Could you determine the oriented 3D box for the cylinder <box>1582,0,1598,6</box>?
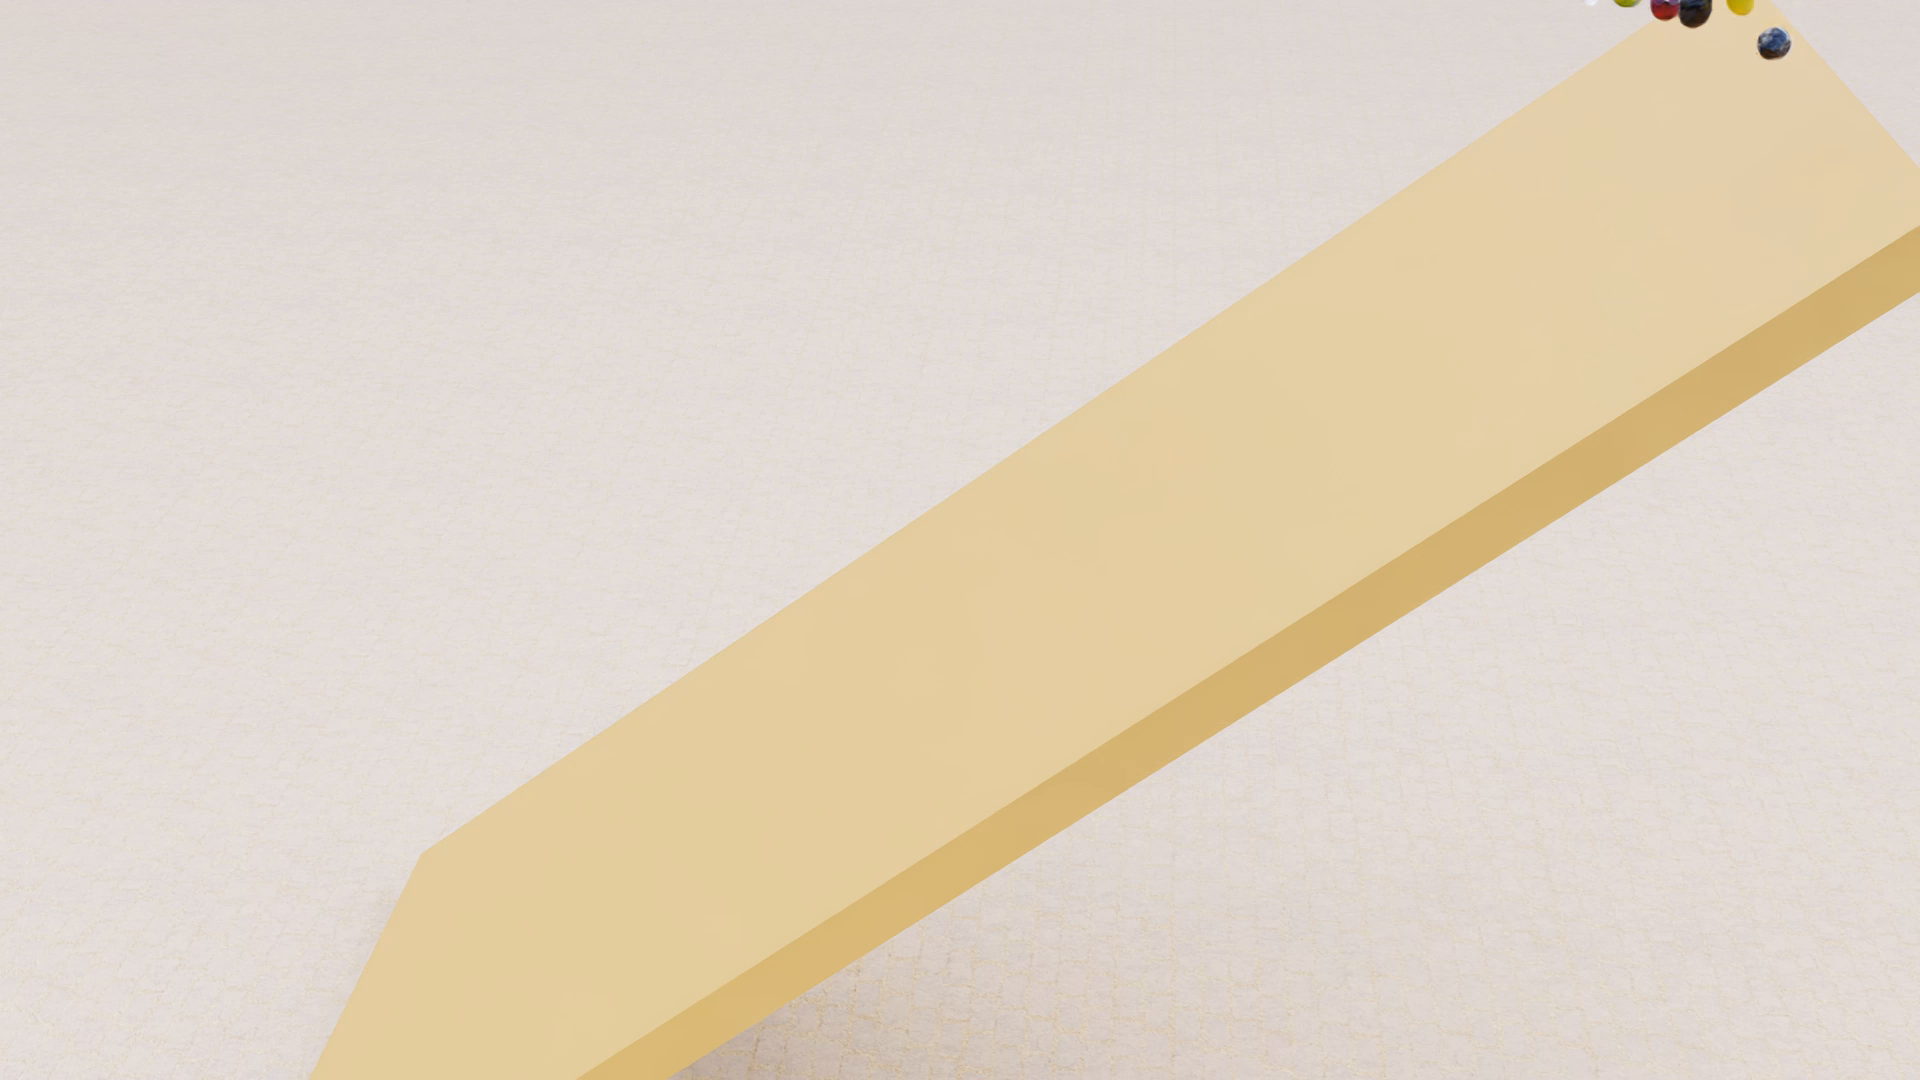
[{"bbox_3d":[1.221,-1.085,5.675,0.076,0.076,0.076,-48,32,-1],"label":"cylinder"}]

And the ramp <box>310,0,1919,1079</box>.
[{"bbox_3d":[0.130,0.178,6.319,4.000,0.100,2.000,-34,16,16],"label":"ramp"}]
